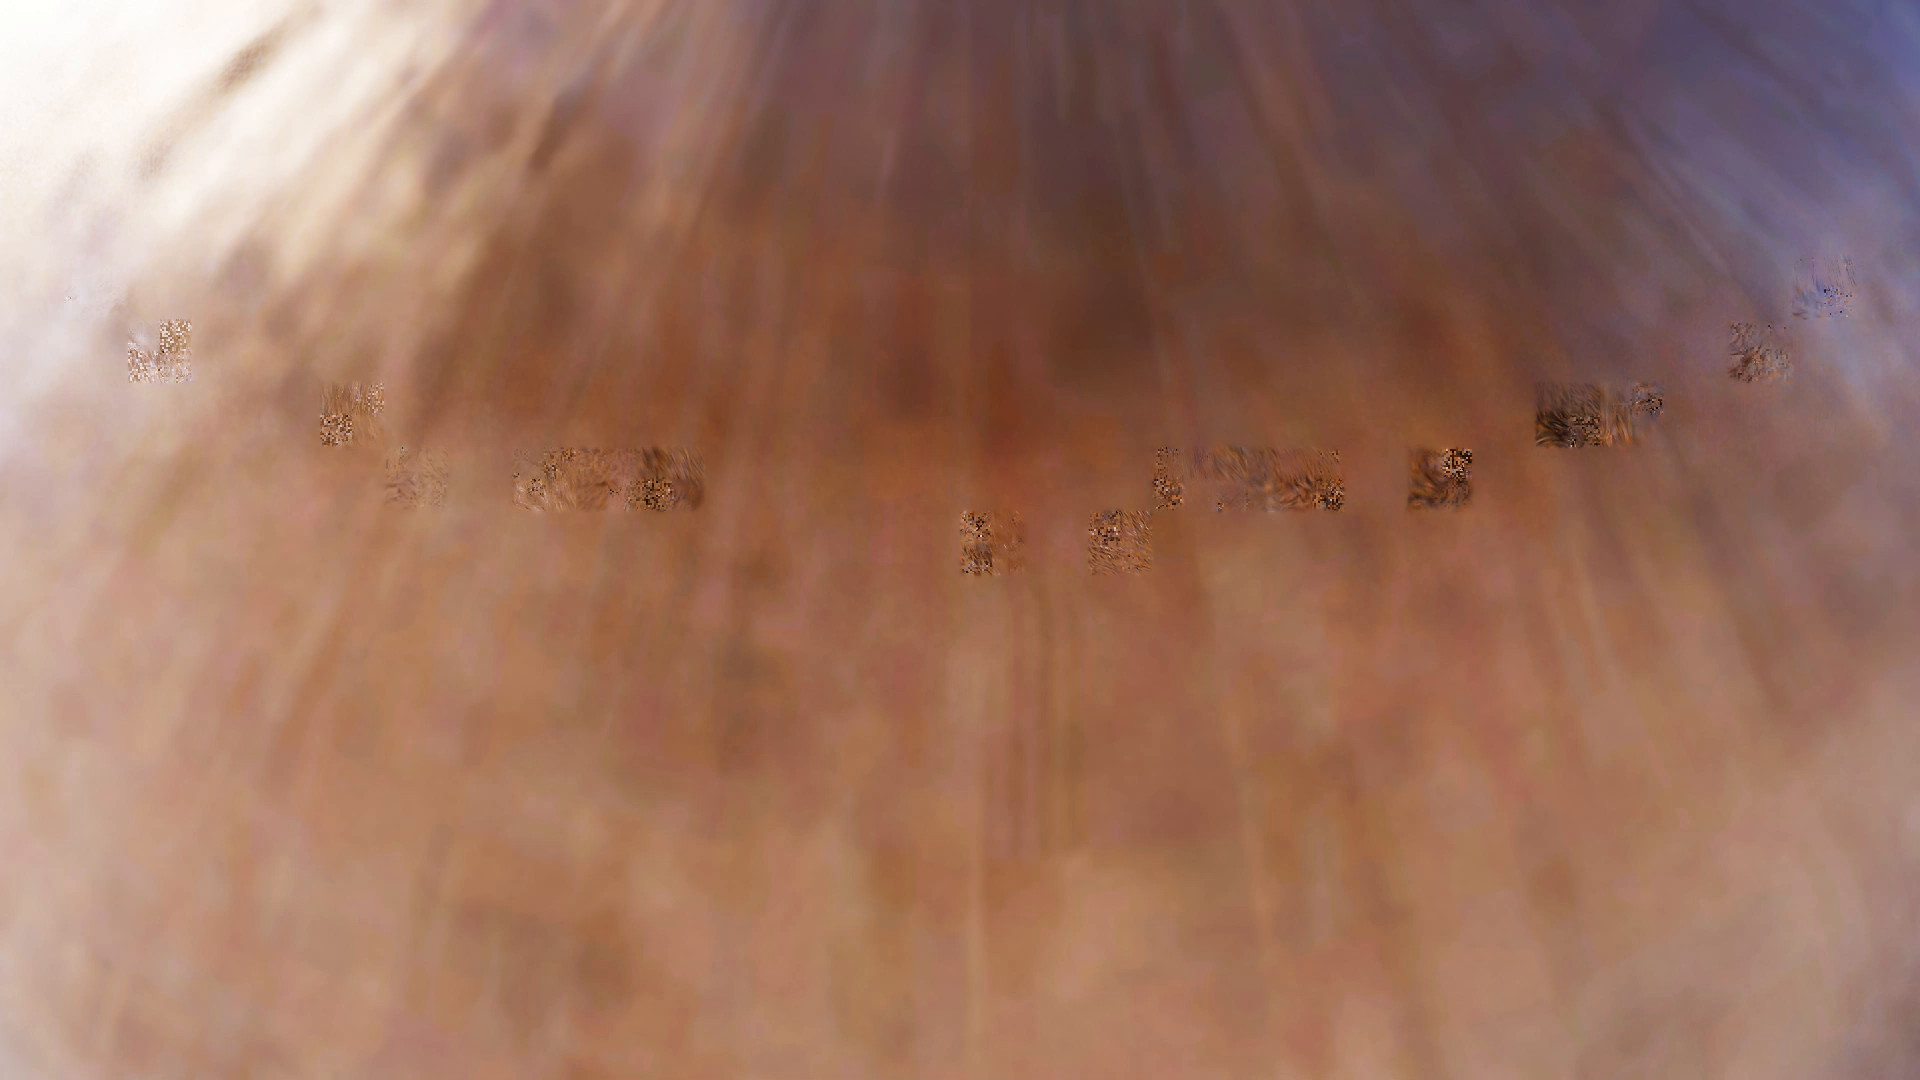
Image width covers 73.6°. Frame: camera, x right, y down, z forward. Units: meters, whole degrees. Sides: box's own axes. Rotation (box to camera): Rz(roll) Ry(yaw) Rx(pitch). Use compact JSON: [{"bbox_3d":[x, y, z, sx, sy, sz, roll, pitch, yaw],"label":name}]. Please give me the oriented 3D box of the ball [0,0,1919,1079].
[{"bbox_3d":[0.000,-0.002,0.056,0.080,0.080,0.080,0,4,0],"label":"ball"}]
